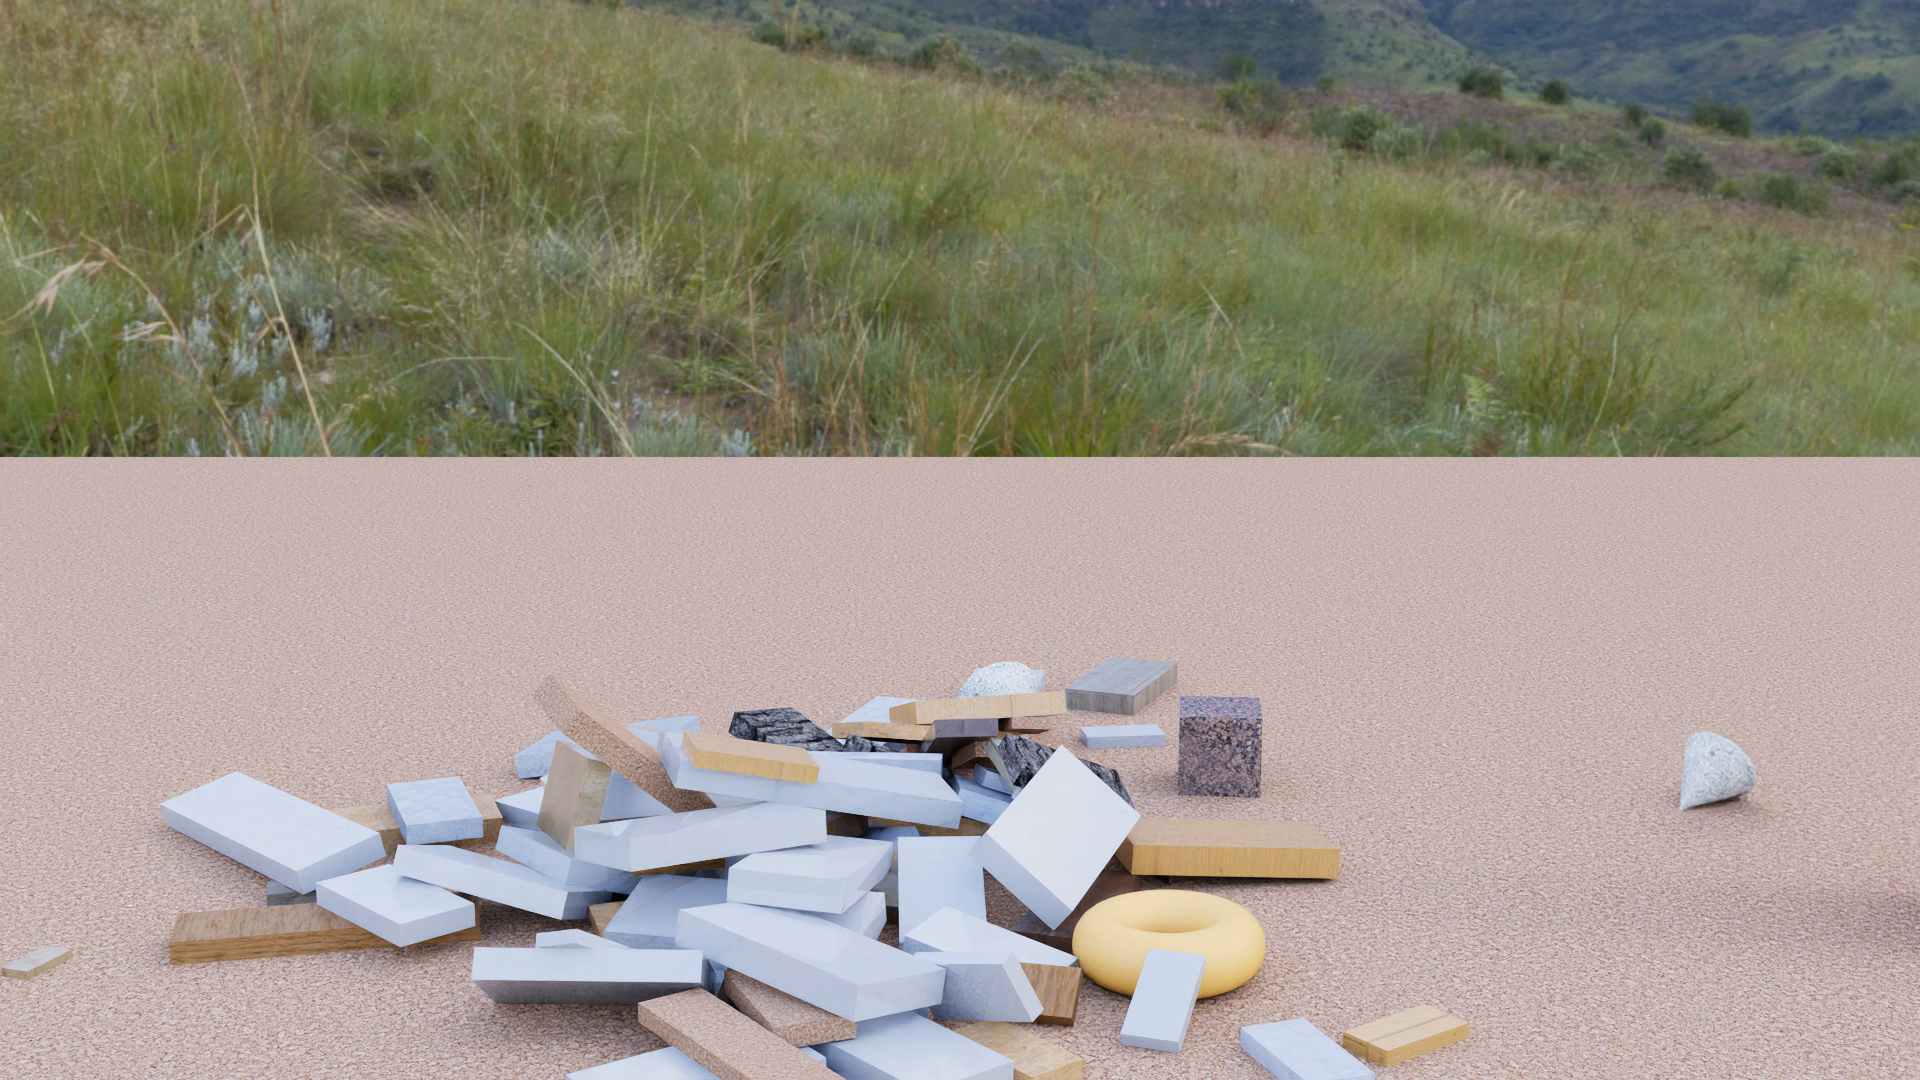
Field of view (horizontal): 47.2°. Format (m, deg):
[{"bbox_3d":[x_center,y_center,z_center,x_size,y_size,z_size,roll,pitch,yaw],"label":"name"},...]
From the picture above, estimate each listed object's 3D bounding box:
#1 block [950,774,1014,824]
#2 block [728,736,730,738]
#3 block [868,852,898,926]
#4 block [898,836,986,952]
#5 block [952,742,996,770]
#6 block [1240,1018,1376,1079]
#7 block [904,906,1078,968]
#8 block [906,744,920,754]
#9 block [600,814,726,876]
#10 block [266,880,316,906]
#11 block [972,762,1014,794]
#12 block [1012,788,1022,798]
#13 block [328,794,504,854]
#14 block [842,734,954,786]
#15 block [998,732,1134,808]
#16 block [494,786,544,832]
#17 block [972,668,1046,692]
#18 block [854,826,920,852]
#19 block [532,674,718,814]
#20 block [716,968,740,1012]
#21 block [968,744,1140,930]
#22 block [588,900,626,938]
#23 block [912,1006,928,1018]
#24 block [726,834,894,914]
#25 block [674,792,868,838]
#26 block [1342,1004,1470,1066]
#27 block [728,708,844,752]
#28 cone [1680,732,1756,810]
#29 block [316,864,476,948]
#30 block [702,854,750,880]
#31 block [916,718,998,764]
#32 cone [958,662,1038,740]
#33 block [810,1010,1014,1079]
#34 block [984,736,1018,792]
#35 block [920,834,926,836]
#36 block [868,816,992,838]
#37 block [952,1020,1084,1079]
[{"bbox_3d":[0.062,0.471,3.901,0.154,0.044,0.309,17,-2,-2],"label":"block"},{"bbox_3d":[-0.497,0.433,4.402,0.290,0.041,0.145,1,11,7],"label":"block"},{"bbox_3d":[-0.177,0.562,3.597,0.270,0.038,0.135,3,31,17],"label":"block"},{"bbox_3d":[-0.030,0.565,3.478,0.135,0.038,0.270,0,28,-2],"label":"block"},{"bbox_3d":[0.056,0.406,4.147,0.101,0.029,0.202,0,-12,-13],"label":"block"},{"bbox_3d":[0.469,0.704,2.980,0.098,0.028,0.196,-4,11,-19],"label":"block"},{"bbox_3d":[0.045,0.621,3.280,0.233,0.033,0.117,17,22,27],"label":"block"},{"bbox_3d":[-0.050,0.413,4.558,0.081,0.023,0.163,3,11,14],"label":"block"},{"bbox_3d":[-0.504,0.500,3.616,0.149,0.042,0.299,-2,2,-24],"label":"block"},{"bbox_3d":[-1.078,0.582,3.656,0.140,0.020,0.070,-3,11,-14],"label":"block"},{"bbox_3d":[0.083,0.444,4.033,0.101,0.029,0.202,17,-3,-5],"label":"block"},{"bbox_3d":[0.195,0.451,3.809,0.115,0.033,0.230,39,22,24],"label":"block"},{"bbox_3d":[-0.991,0.514,3.956,0.312,0.044,0.156,-4,11,-19],"label":"block"},{"bbox_3d":[-0.125,0.438,4.014,0.207,0.104,0.029,21,13,-5],"label":"block"},{"bbox_3d":[0.183,0.410,3.794,0.230,0.033,0.115,21,22,-23],"label":"block"},{"bbox_3d":[-0.725,0.488,4.117,0.131,0.037,0.263,8,13,38],"label":"block"},{"bbox_3d":[0.091,0.345,4.863,0.160,0.045,0.319,2,11,9],"label":"block"},{"bbox_3d":[-0.150,0.524,3.750,0.088,0.025,0.175,-34,12,-33],"label":"block"},{"bbox_3d":[-0.553,0.355,3.655,0.328,0.046,0.164,42,-4,-33],"label":"block"},{"bbox_3d":[-0.301,0.661,3.173,0.092,0.026,0.184,3,15,3],"label":"block"},{"bbox_3d":[0.158,0.475,3.559,0.179,0.051,0.358,42,28,5],"label":"block"},{"bbox_3d":[-0.534,0.610,3.442,0.067,0.019,0.135,-4,22,-21],"label":"block"},{"bbox_3d":[-0.141,0.665,3.194,0.184,0.026,0.092,0,11,-3],"label":"block"},{"bbox_3d":[-0.226,0.510,3.396,0.174,0.049,0.348,5,2,10],"label":"block"},{"bbox_3d":[-0.322,0.472,3.738,0.309,0.044,0.154,5,16,40],"label":"block"},{"bbox_3d":[0.622,0.690,3.067,0.165,0.023,0.082,-8,13,-35],"label":"block"},{"bbox_3d":[-0.283,0.412,4.178,0.307,0.043,0.153,31,20,37],"label":"block"},{"bbox_3d":[1.398,0.467,4.153,0.147,0.147,0.147,-38,30,-28],"label":"cone"},{"bbox_3d":[-0.890,0.573,3.460,0.130,0.037,0.260,-10,14,-43],"label":"block"},{"bbox_3d":[-0.340,0.570,3.537,0.270,0.038,0.135,8,34,36],"label":"block"},{"bbox_3d":[-0.009,0.387,4.196,0.115,0.033,0.461,-1,-12,-6],"label":"block"},{"bbox_3d":[0.106,0.381,4.570,0.182,0.182,0.182,-4,38,-20],"label":"cone"},{"bbox_3d":[-0.085,0.697,2.977,0.152,0.043,0.304,-9,14,-39],"label":"block"},{"bbox_3d":[0.123,0.421,3.912,0.101,0.029,0.202,20,14,-25],"label":"block"},{"bbox_3d":[-0.059,0.541,3.733,0.175,0.025,0.088,8,33,40],"label":"block"},{"bbox_3d":[-0.073,0.482,3.844,0.309,0.044,0.154,14,-2,-4],"label":"block"},{"bbox_3d":[0.073,0.702,2.996,0.092,0.026,0.184,-8,13,-38],"label":"block"}]
